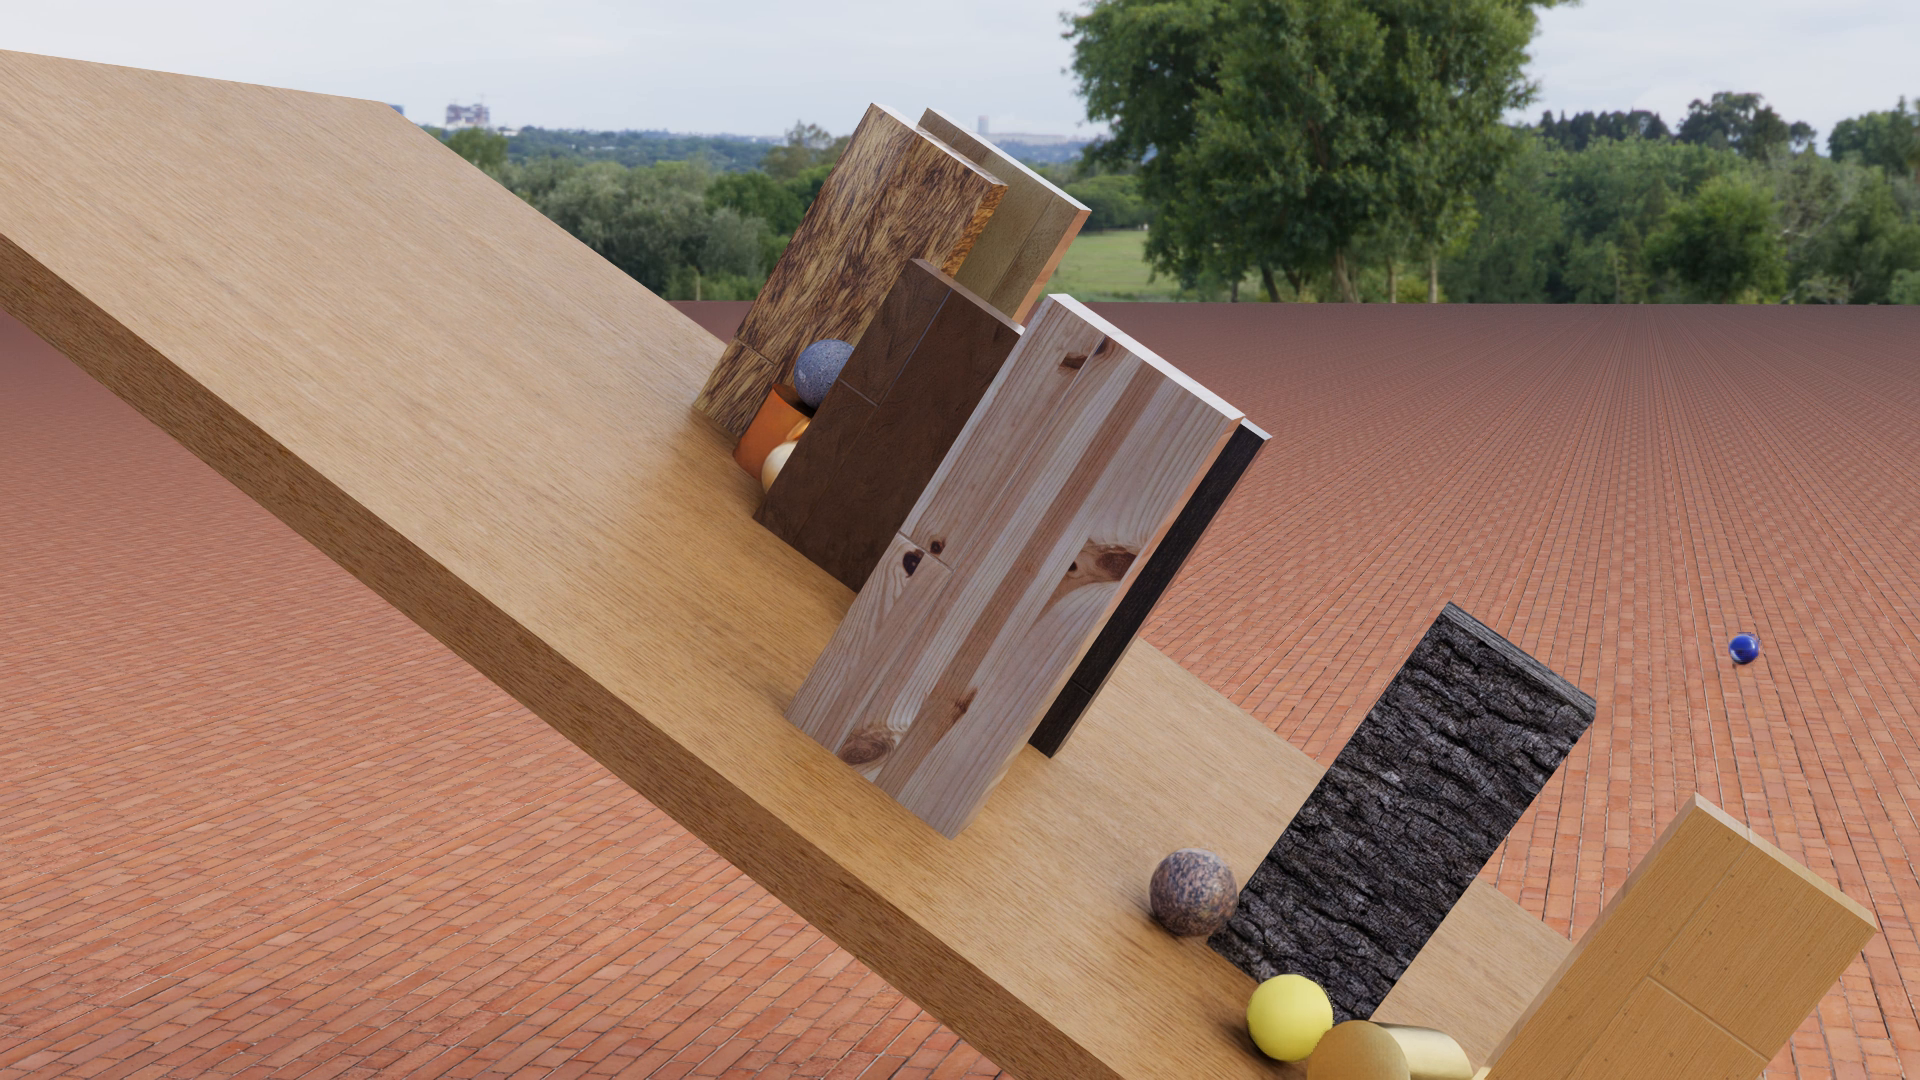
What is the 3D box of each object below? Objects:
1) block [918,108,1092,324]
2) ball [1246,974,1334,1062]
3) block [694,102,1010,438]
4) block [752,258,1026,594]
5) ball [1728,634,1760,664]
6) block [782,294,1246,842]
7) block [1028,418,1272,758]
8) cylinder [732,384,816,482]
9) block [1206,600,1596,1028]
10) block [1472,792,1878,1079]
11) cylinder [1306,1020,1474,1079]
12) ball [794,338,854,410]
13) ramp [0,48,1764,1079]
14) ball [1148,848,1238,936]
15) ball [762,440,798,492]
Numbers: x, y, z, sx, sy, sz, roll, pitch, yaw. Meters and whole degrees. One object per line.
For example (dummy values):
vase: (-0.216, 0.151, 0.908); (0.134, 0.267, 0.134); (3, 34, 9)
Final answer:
block: (-0.092, -0.500, 4.775); (0.399, 0.762, 0.105); (35, 15, 10)
ball: (0.496, 0.718, 3.306); (0.130, 0.130, 0.130); (0, 7, 0)
block: (-0.230, -0.503, 4.557); (0.305, 0.736, 0.119); (35, 15, 10)
block: (-0.097, -0.188, 4.129); (0.338, 0.584, 0.087); (35, 15, 10)
ball: (3.736, 0.521, 10.481); (0.142, 0.142, 0.142); (0, 7, 0)
block: (0.074, 0.044, 3.359); (0.330, 0.781, 0.115); (35, 15, 10)
block: (0.240, 0.025, 3.923); (0.287, 0.694, 0.082); (35, 15, 10)
cylinder: (-0.351, -0.205, 4.479); (0.165, 0.165, 0.165); (30, 15, -9)
block: (0.707, 0.458, 3.547); (0.279, 0.670, 0.144); (35, 15, 10)
block: (0.933, 0.724, 3.077); (0.280, 0.715, 0.083); (35, 15, 10)
cylinder: (0.639, 0.807, 3.261); (0.178, 0.178, 0.178); (7, -7, 45)
ball: (-0.261, -0.331, 4.445); (0.151, 0.151, 0.151); (0, 7, 0)
ramp: (-0.130, 0.219, 4.101); (4.000, 0.100, 2.000); (35, 15, 10)
ball: (0.377, 0.569, 3.553); (0.142, 0.142, 0.142); (0, 7, 0)
ball: (-0.318, -0.125, 4.326); (0.144, 0.144, 0.144); (0, 7, 0)
